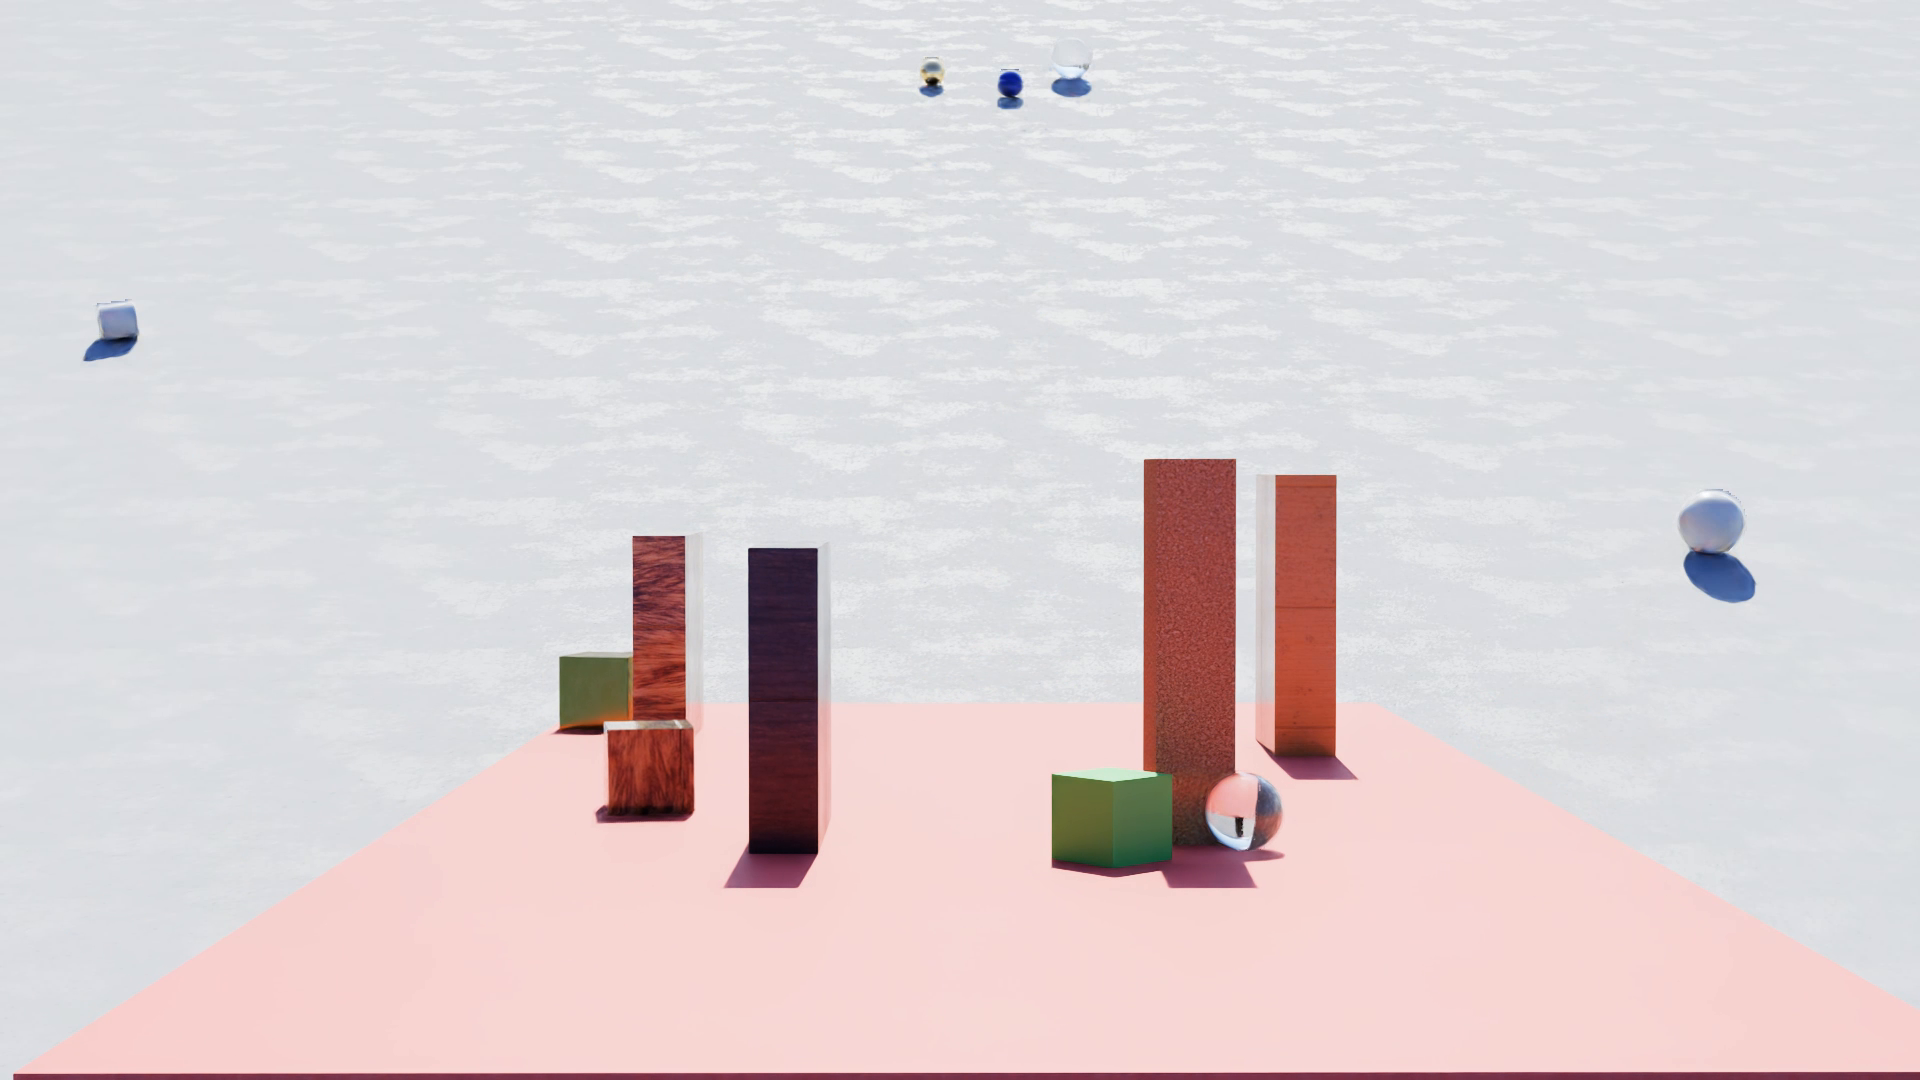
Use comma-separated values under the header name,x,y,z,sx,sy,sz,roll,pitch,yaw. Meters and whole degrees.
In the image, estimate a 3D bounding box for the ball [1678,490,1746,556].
name,x,y,z,sx,sy,sz,roll,pitch,yaw
ball,2.194,-0.050,7.532,0.190,0.190,0.190,0,25,0

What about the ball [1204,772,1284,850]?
name,x,y,z,sx,sy,sz,roll,pitch,yaw
ball,0.445,0.425,4.035,0.122,0.122,0.122,0,25,0

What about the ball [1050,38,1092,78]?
name,x,y,z,sx,sy,sz,roll,pitch,yaw
ball,0.529,-2.294,12.275,0.194,0.194,0.194,0,25,0

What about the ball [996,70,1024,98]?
name,x,y,z,sx,sy,sz,roll,pitch,yaw
ball,0.233,-2.121,11.990,0.124,0.124,0.124,0,25,0

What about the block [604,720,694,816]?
name,x,y,z,sx,sy,sz,roll,pitch,yaw
block,-0.548,0.399,4.533,0.148,0.148,0.148,0,2,-11

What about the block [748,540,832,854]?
name,x,y,z,sx,sy,sz,roll,pitch,yaw
block,-0.274,0.244,4.207,0.108,0.475,0.417,0,2,0

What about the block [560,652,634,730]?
name,x,y,z,sx,sy,sz,roll,pitch,yaw
block,-0.819,0.348,5.979,0.167,0.167,0.167,0,2,14

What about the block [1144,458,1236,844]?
name,x,y,z,sx,sy,sz,roll,pitch,yaw
block,0.374,0.174,4.230,0.126,0.614,0.282,0,2,0

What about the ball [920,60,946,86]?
name,x,y,z,sx,sy,sz,roll,pitch,yaw
ball,-0.130,-2.211,12.186,0.120,0.120,0.120,0,25,0

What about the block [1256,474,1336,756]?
name,x,y,z,sx,sy,sz,roll,pitch,yaw
block,0.715,0.152,5.512,0.127,0.584,0.345,0,2,0

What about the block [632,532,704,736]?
name,x,y,z,sx,sy,sz,roll,pitch,yaw
block,-0.649,0.212,5.754,0.114,0.453,0.389,0,2,0

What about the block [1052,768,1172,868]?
name,x,y,z,sx,sy,sz,roll,pitch,yaw
block,0.232,0.424,3.948,0.131,0.131,0.131,-2,2,-43

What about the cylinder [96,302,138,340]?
name,x,y,z,sx,sy,sz,roll,pitch,yaw
cylinder,-2.990,-0.777,9.150,0.122,0.122,0.122,-11,28,-22

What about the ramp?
name,x,y,z,sx,sy,sz,roll,pitch,yaw
ramp,0.058,0.522,4.560,2.000,0.100,4.000,0,2,0
